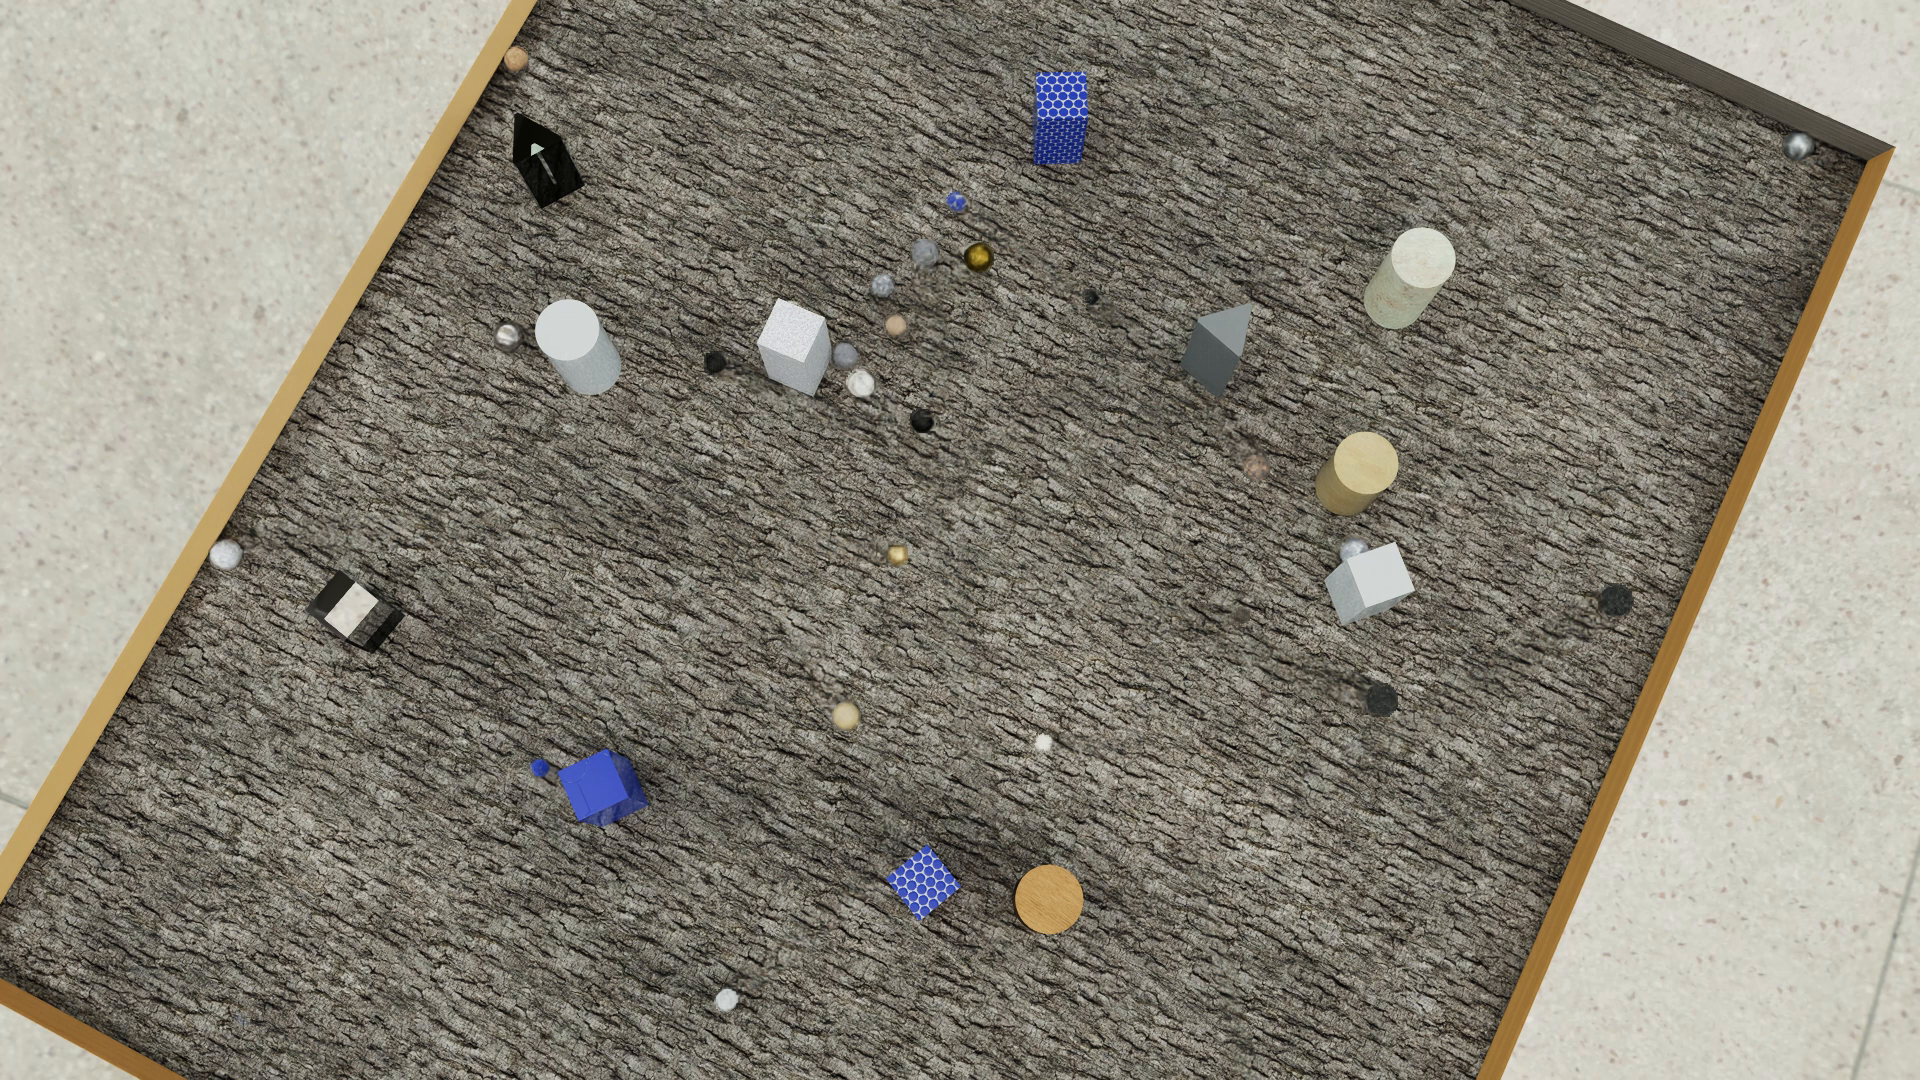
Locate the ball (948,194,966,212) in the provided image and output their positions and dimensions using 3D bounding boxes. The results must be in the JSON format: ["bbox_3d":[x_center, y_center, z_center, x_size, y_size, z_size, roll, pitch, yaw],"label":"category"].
[{"bbox_3d":[-0.008,-1.069,5.808,0.058,0.058,0.058,0,78,0],"label":"ball"}]

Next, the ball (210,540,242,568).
[{"bbox_3d":[-2.227,0.042,5.562,0.090,0.090,0.090,0,78,0],"label":"ball"}]

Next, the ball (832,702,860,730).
[{"bbox_3d":[-0.341,0.523,5.466,0.082,0.082,0.082,0,78,0],"label":"ball"}]

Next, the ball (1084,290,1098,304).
[{"bbox_3d":[0.411,-0.761,5.751,0.045,0.045,0.045,0,78,0],"label":"ball"}]

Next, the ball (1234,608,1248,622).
[{"bbox_3d":[0.852,0.228,5.548,0.041,0.041,0.041,0,78,0],"label":"ball"}]

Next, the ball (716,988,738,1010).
[{"bbox_3d":[-0.675,1.331,5.310,0.062,0.062,0.062,0,78,0],"label":"ball"}]

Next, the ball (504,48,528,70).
[{"bbox_3d":[-1.430,-1.548,5.900,0.072,0.072,0.072,0,78,0],"label":"ball"}]

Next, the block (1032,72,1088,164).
[{"bbox_3d":[0.309,-1.312,5.714,0.150,0.340,0.150,-2,78,0],"label":"block"}]

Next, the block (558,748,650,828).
[{"bbox_3d":[-1.025,0.719,5.288,0.150,0.351,0.150,-25,79,-5],"label":"block"}]

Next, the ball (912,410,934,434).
[{"bbox_3d":[-0.116,-0.363,5.655,0.071,0.071,0.071,0,78,0],"label":"ball"}]

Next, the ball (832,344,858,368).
[{"bbox_3d":[-0.358,-0.572,5.694,0.079,0.079,0.079,0,78,0],"label":"ball"}]

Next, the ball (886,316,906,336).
[{"bbox_3d":[-0.199,-0.670,5.724,0.061,0.061,0.061,0,78,0],"label":"ball"}]

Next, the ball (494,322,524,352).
[{"bbox_3d":[-1.403,-0.632,5.700,0.092,0.092,0.092,0,78,0],"label":"ball"}]

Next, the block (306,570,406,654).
[{"bbox_3d":[-1.790,0.216,5.436,0.150,0.266,0.150,37,81,7],"label":"block"}]

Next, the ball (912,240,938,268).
[{"bbox_3d":[-0.110,-0.897,5.759,0.085,0.085,0.085,0,78,0],"label":"ball"}]

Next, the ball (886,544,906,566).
[{"bbox_3d":[-0.193,0.045,5.575,0.063,0.063,0.063,0,78,0],"label":"ball"}]

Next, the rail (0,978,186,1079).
[{"bbox_3d":[-1.078,2.118,5.115,4.132,0.122,0.045,26,80,5],"label":"rail"}]

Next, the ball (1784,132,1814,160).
[{"bbox_3d":[2.669,-1.252,5.830,0.088,0.088,0.088,0,78,0],"label":"ball"}]

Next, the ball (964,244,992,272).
[{"bbox_3d":[0.056,-0.885,5.753,0.091,0.091,0.091,0,78,0],"label":"ball"}]

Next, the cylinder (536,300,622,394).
[{"bbox_3d":[-1.153,-0.580,5.553,0.188,0.359,0.188,0,78,0],"label":"cylinder"}]

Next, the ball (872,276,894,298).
[{"bbox_3d":[-0.242,-0.795,5.746,0.067,0.067,0.067,0,78,0],"label":"ball"}]

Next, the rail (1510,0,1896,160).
[{"bbox_3d":[1.078,-2.105,5.988,4.132,0.122,0.045,26,80,5],"label":"rail"}]

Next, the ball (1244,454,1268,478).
[{"bbox_3d":[0.910,-0.226,5.625,0.075,0.075,0.075,0,78,0],"label":"ball"}]

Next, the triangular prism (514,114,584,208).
[{"bbox_3d":[-1.302,-1.191,5.683,0.163,0.353,0.141,-30,80,-6],"label":"triangular prism"}]

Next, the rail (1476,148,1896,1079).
[{"bbox_3d":[1.827,0.901,5.367,0.045,0.122,4.869,26,80,5],"label":"rail"}]

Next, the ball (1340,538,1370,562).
[{"bbox_3d":[1.198,0.037,5.563,0.089,0.089,0.089,0,78,0],"label":"ball"}]

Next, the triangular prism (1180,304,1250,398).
[{"bbox_3d":[0.796,-0.590,5.517,0.163,0.435,0.141,43,81,8],"label":"triangular prism"}]

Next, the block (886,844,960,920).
[{"bbox_3d":[-0.103,0.990,5.286,0.150,0.247,0.150,-39,81,-7],"label":"block"}]

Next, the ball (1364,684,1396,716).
[{"bbox_3d":[1.254,0.478,5.470,0.092,0.092,0.092,0,78,0],"label":"ball"}]

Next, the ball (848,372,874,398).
[{"bbox_3d":[-0.306,-0.482,5.674,0.082,0.082,0.082,0,78,0],"label":"ball"}]

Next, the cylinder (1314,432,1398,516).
[{"bbox_3d":[1.188,-0.195,5.505,0.188,0.298,0.188,0,78,0],"label":"cylinder"}]

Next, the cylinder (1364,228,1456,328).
[{"bbox_3d":[1.366,-0.793,5.586,0.188,0.381,0.188,0,78,0],"label":"cylinder"}]

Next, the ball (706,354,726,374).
[{"bbox_3d":[-0.761,-0.548,5.698,0.063,0.063,0.063,0,78,0],"label":"ball"}]

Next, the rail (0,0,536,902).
[{"bbox_3d":[-1.827,-0.888,5.737,0.045,0.122,4.869,26,80,5],"label":"rail"}]

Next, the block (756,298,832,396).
[{"bbox_3d":[-0.496,-0.579,5.554,0.150,0.357,0.150,23,79,5],"label":"block"}]

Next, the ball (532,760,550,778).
[{"bbox_3d":[-1.246,0.680,5.450,0.051,0.051,0.051,0,78,0],"label":"ball"}]

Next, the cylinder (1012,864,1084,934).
[{"bbox_3d":[0.247,1.028,5.232,0.188,0.337,0.188,0,78,0],"label":"cylinder"}]

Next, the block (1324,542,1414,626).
[{"bbox_3d":[1.206,0.133,5.418,0.150,0.334,0.150,-19,79,-4],"label":"block"}]

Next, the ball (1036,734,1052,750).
[{"bbox_3d":[0.251,0.603,5.467,0.048,0.048,0.048,0,78,0],"label":"ball"}]

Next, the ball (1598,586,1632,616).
[{"bbox_3d":[1.977,0.184,5.531,0.094,0.094,0.094,0,78,0],"label":"ball"}]
